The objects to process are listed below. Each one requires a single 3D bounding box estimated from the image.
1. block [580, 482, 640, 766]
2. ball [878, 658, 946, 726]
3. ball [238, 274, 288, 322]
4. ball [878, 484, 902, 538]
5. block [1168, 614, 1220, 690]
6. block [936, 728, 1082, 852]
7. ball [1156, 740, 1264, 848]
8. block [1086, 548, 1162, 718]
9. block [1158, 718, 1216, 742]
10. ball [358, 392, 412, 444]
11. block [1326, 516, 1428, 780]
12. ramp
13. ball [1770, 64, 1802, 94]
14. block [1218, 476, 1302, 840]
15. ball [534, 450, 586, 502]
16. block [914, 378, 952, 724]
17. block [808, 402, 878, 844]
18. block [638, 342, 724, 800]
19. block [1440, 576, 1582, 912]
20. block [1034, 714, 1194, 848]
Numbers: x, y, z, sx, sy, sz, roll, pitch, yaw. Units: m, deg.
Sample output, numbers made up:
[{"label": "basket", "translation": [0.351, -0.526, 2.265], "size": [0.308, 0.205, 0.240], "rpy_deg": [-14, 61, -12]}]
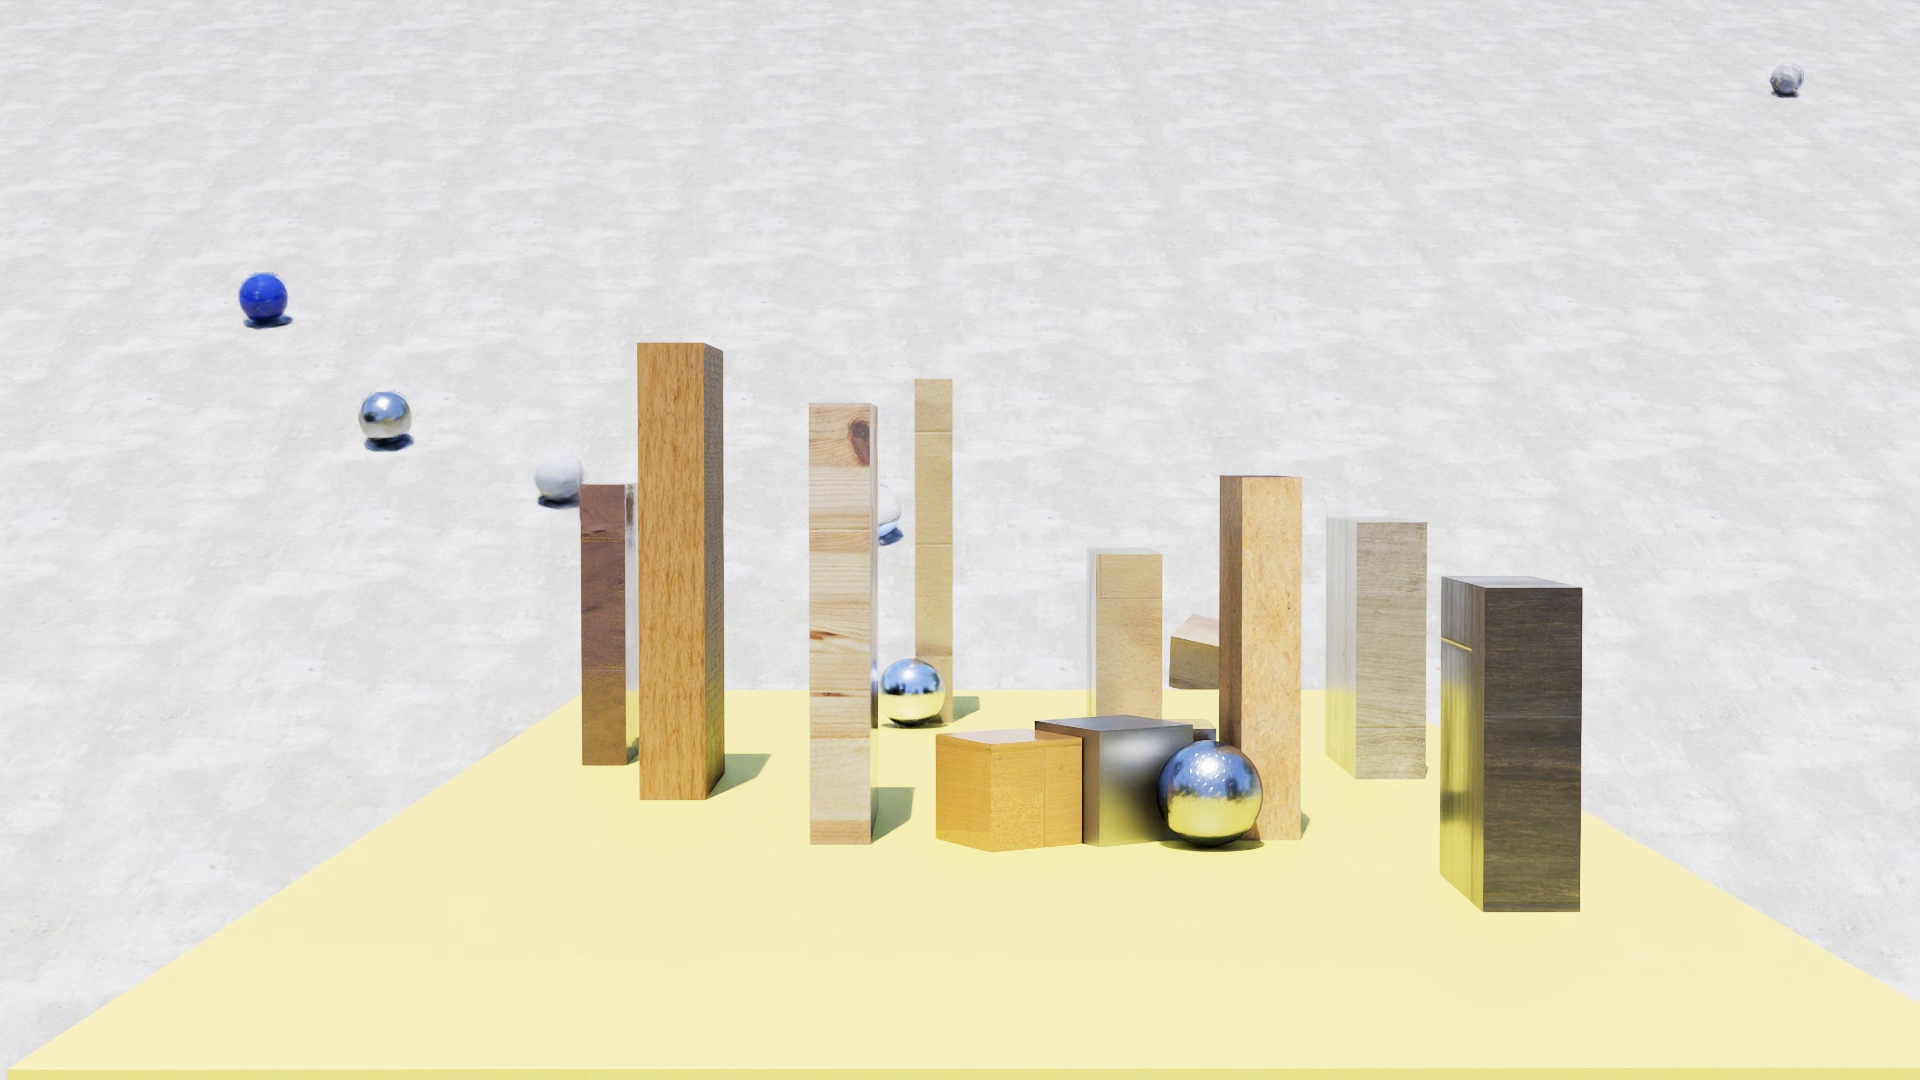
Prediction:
[{"label": "block", "translation": [-0.689, 0.160, 5.113], "size": [0.086, 0.544, 0.283], "rpy_deg": [0, 2, 0]}, {"label": "ball", "translation": [-0.108, 0.336, 5.677], "size": [0.152, 0.152, 0.152], "rpy_deg": [0, 24, 0]}, {"label": "ball", "translation": [-2.531, -0.879, 9.359], "size": [0.178, 0.178, 0.178], "rpy_deg": [0, 24, 0]}, {"label": "ball", "translation": [-0.255, -0.088, 7.616], "size": [0.162, 0.162, 0.162], "rpy_deg": [0, 24, 0]}, {"label": "block", "translation": [0.648, 0.304, 6.761], "size": [0.149, 0.149, 0.149], "rpy_deg": [12, 27, 25]}, {"label": "block", "translation": [0.075, 0.388, 4.017], "size": [0.165, 0.165, 0.165], "rpy_deg": [-1, 2, -31]}, {"label": "ball", "translation": [0.384, 0.390, 3.964], "size": [0.164, 0.164, 0.164], "rpy_deg": [0, 24, 0]}, {"label": "block", "translation": [0.286, 0.235, 4.512], "size": [0.112, 0.434, 0.320], "rpy_deg": [0, 2, 0]}, {"label": "block", "translation": [0.340, 0.383, 4.280], "size": [0.156, 0.156, 0.156], "rpy_deg": [0, 2, 0]}, {"label": "ball", "translation": [-1.849, -0.393, 8.287], "size": [0.170, 0.170, 0.170], "rpy_deg": [0, 24, 0]}, {"label": "block", "translation": [0.797, 0.198, 4.960], "size": [0.130, 0.477, 0.395], "rpy_deg": [0, 2, 0]}, {"label": "ramp", "translation": [0.055, 0.502, 4.547], "size": [2.000, 0.100, 4.000], "rpy_deg": [0, 2, 0]}, {"label": "ball", "translation": [3.967, -2.213, 12.368], "size": [0.146, 0.146, 0.146], "rpy_deg": [0, 24, 0]}, {"label": "block", "translation": [0.486, 0.180, 4.192], "size": [0.093, 0.568, 0.349], "rpy_deg": [0, 2, 0]}, {"label": "ball", "translation": [-1.224, -0.197, 7.865], "size": [0.158, 0.158, 0.158], "rpy_deg": [0, 24, 0]}, {"label": "block", "translation": [-0.059, 0.019, 5.905], "size": [0.084, 0.768, 0.328], "rpy_deg": [0, 2, 0]}, {"label": "block", "translation": [-0.186, 0.123, 4.180], "size": [0.094, 0.683, 0.414], "rpy_deg": [0, 2, 0]}, {"label": "block", "translation": [-0.502, 0.049, 4.666], "size": [0.115, 0.797, 0.378], "rpy_deg": [0, 2, 0]}, {"label": "block", "translation": [0.755, 0.272, 3.547], "size": [0.129, 0.430, 0.306], "rpy_deg": [0, 2, 0]}, {"label": "block", "translation": [0.242, 0.378, 4.078], "size": [0.180, 0.180, 0.180], "rpy_deg": [-1, 2, -32]}]
